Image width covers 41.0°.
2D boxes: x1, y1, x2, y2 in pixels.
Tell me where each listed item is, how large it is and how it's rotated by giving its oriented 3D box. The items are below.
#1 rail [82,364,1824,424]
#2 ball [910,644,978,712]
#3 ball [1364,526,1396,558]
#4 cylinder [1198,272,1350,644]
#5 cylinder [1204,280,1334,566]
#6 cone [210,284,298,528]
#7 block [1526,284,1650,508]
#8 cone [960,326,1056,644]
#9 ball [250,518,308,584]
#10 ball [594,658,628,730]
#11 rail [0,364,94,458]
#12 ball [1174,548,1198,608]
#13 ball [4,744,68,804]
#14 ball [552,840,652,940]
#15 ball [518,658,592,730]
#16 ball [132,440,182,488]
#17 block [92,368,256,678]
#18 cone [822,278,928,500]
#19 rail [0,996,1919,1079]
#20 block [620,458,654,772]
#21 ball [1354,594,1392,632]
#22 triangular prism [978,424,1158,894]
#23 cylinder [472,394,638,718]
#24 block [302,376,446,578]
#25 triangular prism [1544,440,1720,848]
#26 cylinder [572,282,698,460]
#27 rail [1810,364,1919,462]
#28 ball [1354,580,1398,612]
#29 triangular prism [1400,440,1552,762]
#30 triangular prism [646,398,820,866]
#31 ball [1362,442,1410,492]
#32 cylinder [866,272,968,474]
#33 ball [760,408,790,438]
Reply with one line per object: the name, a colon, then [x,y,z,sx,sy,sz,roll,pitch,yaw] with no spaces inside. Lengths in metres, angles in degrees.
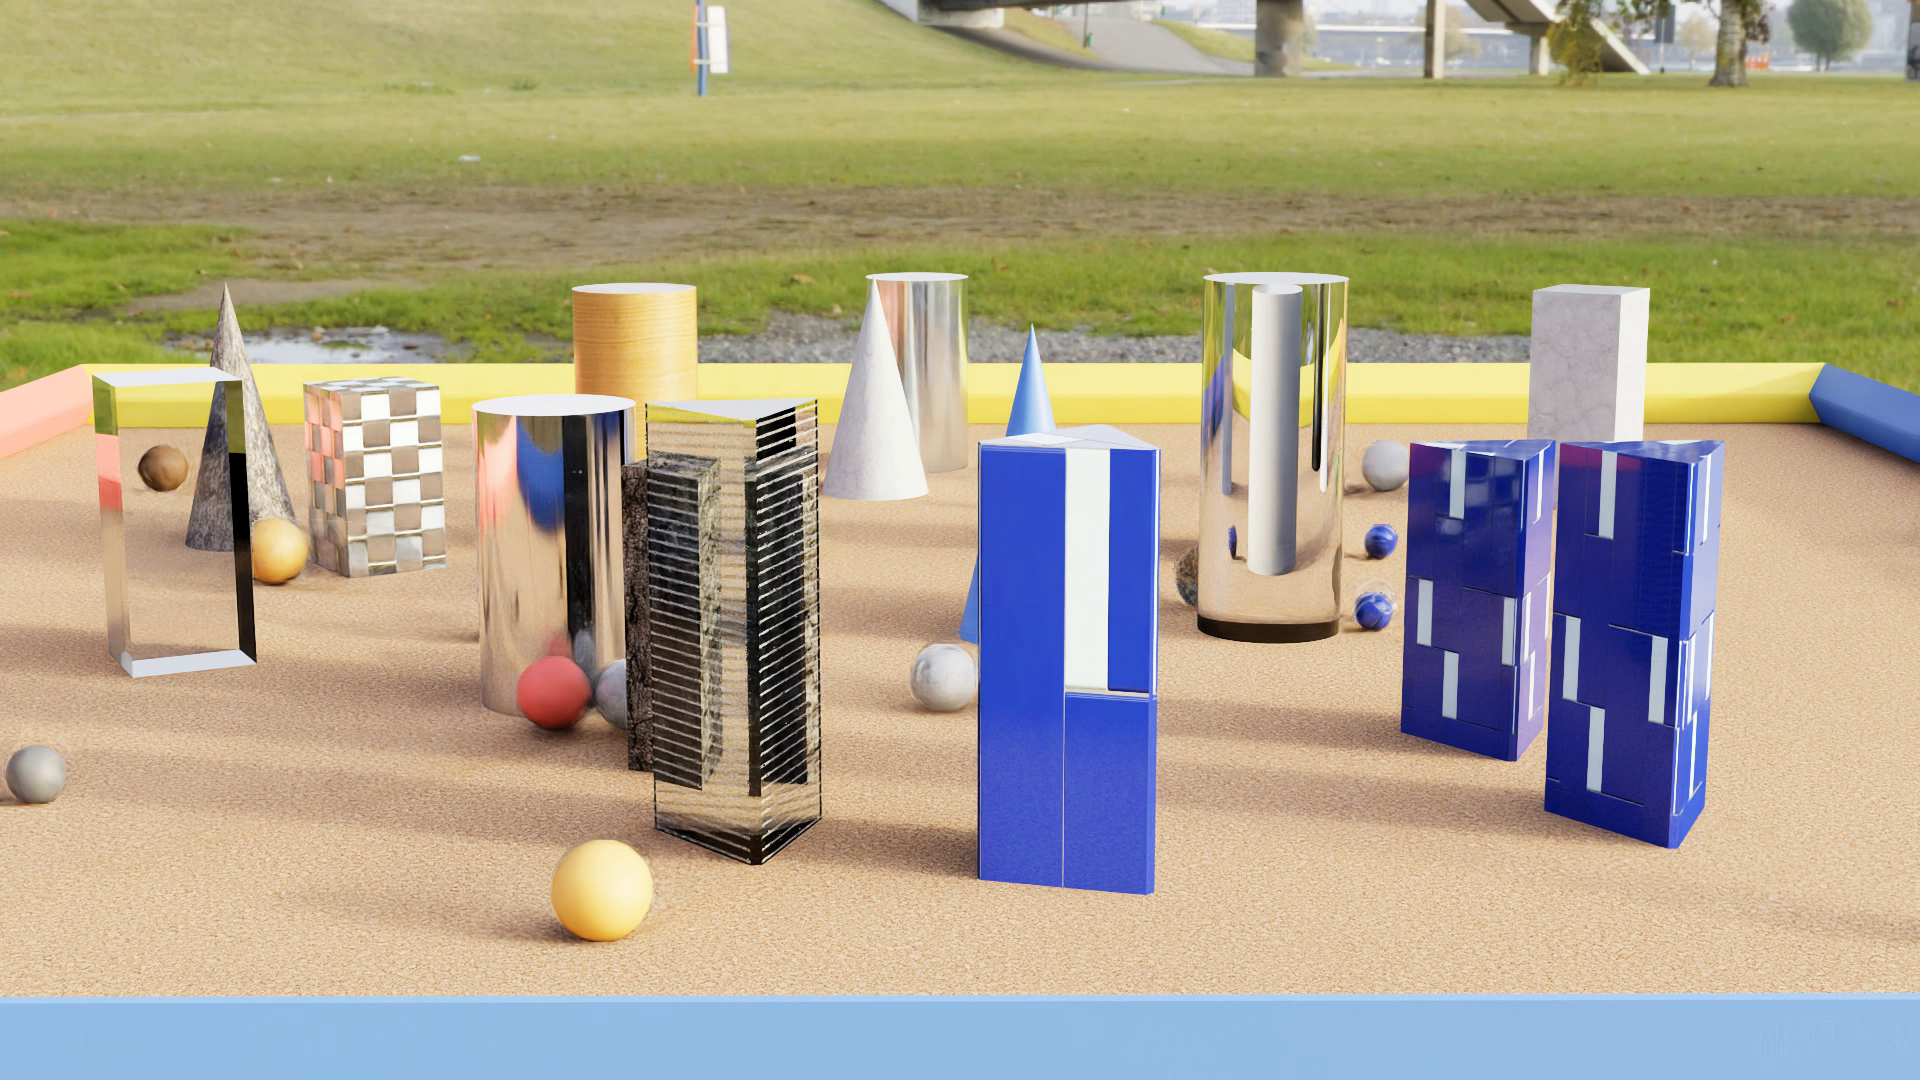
rail: [-0.010,-0.293,5.181,3.533,0.119,0.045,0,11,0]
ball: [-0.019,0.155,2.905,0.077,0.077,0.077,0,11,0]
ball: [0.622,0.003,3.798,0.049,0.049,0.049,0,11,0]
cylinder: [0.400,-0.109,3.292,0.184,0.454,0.184,0,11,0]
cylinder: [0.455,-0.176,3.788,0.184,0.403,0.184,0,11,0]
cone: [-1.121,-0.202,3.951,0.184,0.394,0.184,0,11,0]
block: [1.038,-0.237,4.246,0.147,0.355,0.147,7,12,32]
cone: [0.091,-0.077,3.263,0.184,0.402,0.184,0,11,0]
ball: [-0.965,0.016,3.610,0.092,0.092,0.092,0,11,0]
ball: [-0.361,0.170,2.821,0.080,0.080,0.080,0,11,0]
rail: [-1.743,0.033,3.440,0.045,0.119,3.571,0,11,0]
ball: [0.331,0.050,3.441,0.086,0.086,0.086,0,11,0]
ball: [-0.917,0.232,2.545,0.058,0.058,0.058,0,11,0]
ball: [-0.300,0.293,2.150,0.084,0.084,0.084,0,11,0]
ball: [-0.445,0.169,2.823,0.079,0.079,0.079,0,11,0]
ball: [-1.386,-0.132,4.427,0.081,0.081,0.081,0,11,0]
block: [-0.959,-0.025,3.131,0.147,0.349,0.147,-6,12,-28]
cone: [-0.145,-0.266,4.354,0.184,0.371,0.184,0,11,0]
rail: [0.010,0.355,1.718,3.533,0.119,0.045,0,11,0]
block: [-0.249,0.074,2.679,0.147,0.320,0.147,4,11,21]
ball: [0.534,0.093,3.313,0.049,0.049,0.049,0,11,0]
triangular prism: [0.111,0.102,2.320,0.159,0.397,0.138,3,11,16]
cylinder: [-0.459,0.015,2.933,0.184,0.342,0.184,0,11,0]
block: [-0.850,-0.094,3.724,0.147,0.265,0.147,-7,13,-35]
triangular prism: [0.678,0.091,2.469,0.138,0.365,0.159,-7,13,-35]
cylinder: [-0.484,-0.182,3.852,0.184,0.392,0.184,0,11,0]
rail: [1.743,0.029,3.460,0.045,0.119,3.571,0,11,0]
ball: [0.547,0.079,3.371,0.055,0.055,0.055,0,11,0]
triangular prism: [0.588,0.056,2.771,0.138,0.321,0.159,-8,13,-36]
triangular prism: [-0.188,0.077,2.416,0.138,0.412,0.159,-9,14,-41]
ball: [0.729,-0.126,4.386,0.085,0.085,0.085,0,11,0]
cylinder: [-0.077,-0.304,4.634,0.184,0.343,0.184,0,11,0]
ball: [-0.361,-0.229,5.008,0.059,0.059,0.059,0,11,0]
